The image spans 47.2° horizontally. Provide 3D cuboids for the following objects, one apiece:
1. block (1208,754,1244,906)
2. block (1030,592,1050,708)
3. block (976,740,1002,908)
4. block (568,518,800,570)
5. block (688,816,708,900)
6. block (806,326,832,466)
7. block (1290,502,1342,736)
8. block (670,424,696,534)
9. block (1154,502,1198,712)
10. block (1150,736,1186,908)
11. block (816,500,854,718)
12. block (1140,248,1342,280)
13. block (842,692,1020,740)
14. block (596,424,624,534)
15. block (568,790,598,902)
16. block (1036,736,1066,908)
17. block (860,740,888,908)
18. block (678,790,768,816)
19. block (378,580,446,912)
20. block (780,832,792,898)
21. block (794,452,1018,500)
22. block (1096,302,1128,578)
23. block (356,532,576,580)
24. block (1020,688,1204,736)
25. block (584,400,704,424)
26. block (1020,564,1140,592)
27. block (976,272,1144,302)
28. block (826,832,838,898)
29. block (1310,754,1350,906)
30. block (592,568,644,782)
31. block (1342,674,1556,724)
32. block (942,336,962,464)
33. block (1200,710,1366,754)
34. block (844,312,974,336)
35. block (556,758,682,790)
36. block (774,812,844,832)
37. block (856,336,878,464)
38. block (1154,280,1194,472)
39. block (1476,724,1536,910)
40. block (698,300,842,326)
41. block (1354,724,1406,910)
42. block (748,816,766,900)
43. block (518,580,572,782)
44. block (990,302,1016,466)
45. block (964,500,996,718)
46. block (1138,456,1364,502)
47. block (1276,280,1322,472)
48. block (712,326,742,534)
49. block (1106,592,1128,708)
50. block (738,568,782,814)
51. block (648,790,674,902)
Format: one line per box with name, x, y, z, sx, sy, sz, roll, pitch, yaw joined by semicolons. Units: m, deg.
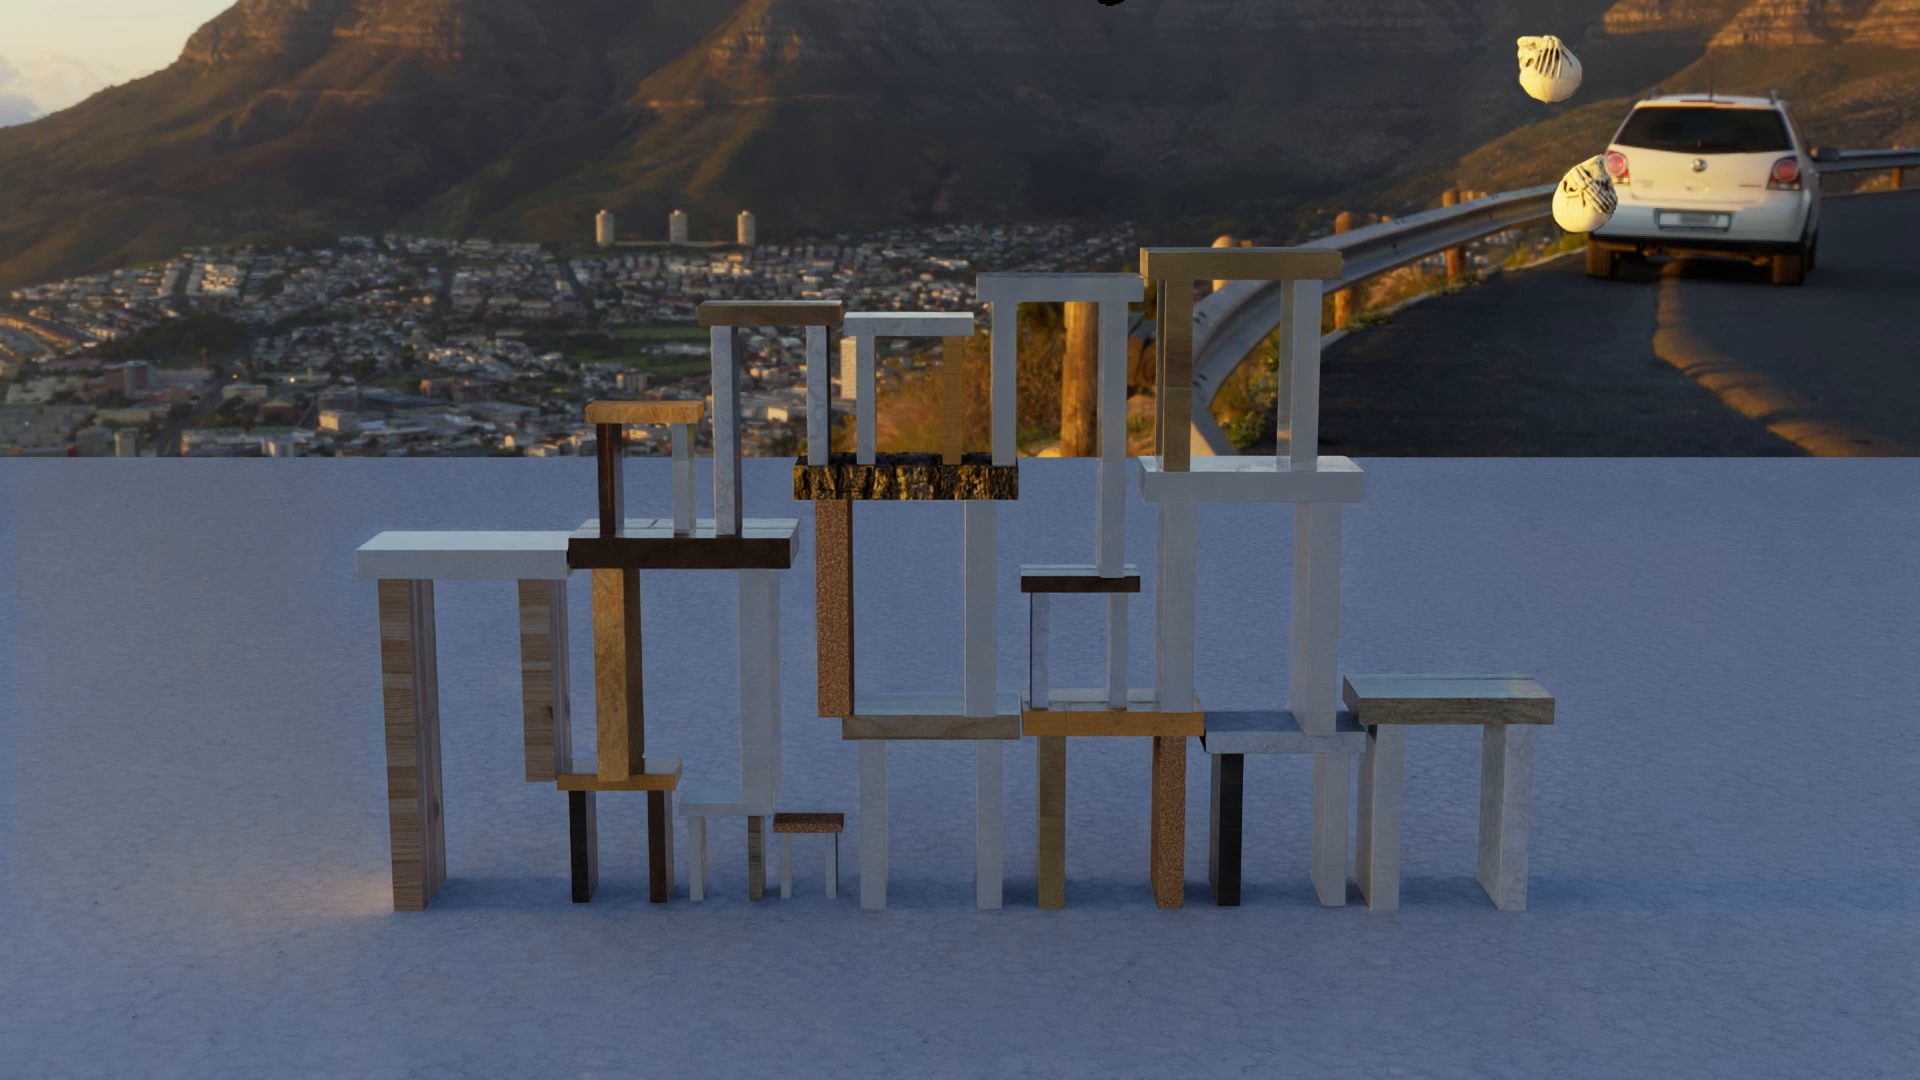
block;0.441;0.462;3.650;0.037;0.259;0.130;0;11;0
block;0.129;0.169;3.588;0.027;0.191;0.095;0;11;0
block;0.049;0.449;3.643;0.041;0.286;0.143;0;10;0
block;-0.442;0.005;3.561;0.350;0.050;0.175;0;11;1
block;-0.435;0.518;3.657;0.021;0.147;0.073;0;11;0
block;-0.225;-0.236;3.514;0.031;0.221;0.110;0;10;0
block;0.579;0.111;3.585;0.049;0.380;0.171;0;11;0
block;-0.444;-0.106;3.536;0.025;0.177;0.089;0;11;0
block;0.350;0.093;3.582;0.049;0.343;0.171;0;11;0
block;0.345;0.446;3.644;0.041;0.292;0.146;0;10;0
block;-0.203;0.094;3.580;0.050;0.354;0.177;0;10;0
block;0.441;-0.438;3.477;0.300;0.042;0.150;0;11;0
block;-0.047;0.289;3.613;0.286;0.041;0.143;0;10;0
block;-0.562;-0.106;3.538;0.025;0.177;0.089;0;11;0
block;-0.625;0.495;3.654;0.027;0.193;0.096;0;11;0
block;0.150;0.446;3.643;0.041;0.292;0.146;0;11;0
block;-0.142;0.449;3.643;0.041;0.286;0.143;0;10;0
block;-0.387;0.435;3.641;0.147;0.021;0.073;0;11;1
block;-0.899;0.319;3.616;0.047;0.553;0.167;0;11;0
block;-0.289;0.533;3.664;0.016;0.113;0.057;0;11;0
block;-0.085;-0.104;3.542;0.354;0.050;0.177;0;10;0
block;0.243;-0.167;3.527;0.037;0.439;0.130;0;11;-1
block;-0.788;0.024;3.561;0.333;0.047;0.166;0;11;0
block;0.247;0.283;3.613;0.292;0.041;0.146;0;11;0
block;-0.504;-0.205;3.520;0.177;0.025;0.089;0;11;1
block;0.193;0.062;3.568;0.191;0.027;0.095;0;11;0
block;0.156;-0.401;3.483;0.259;0.037;0.130;0;11;-1
block;-0.214;0.533;3.664;0.016;0.113;0.057;0;11;0
block;0.614;0.462;3.650;0.037;0.259;0.130;0;11;0
block;-0.558;0.201;3.599;0.050;0.350;0.175;0;11;0
block;0.798;0.260;3.607;0.313;0.044;0.157;0;11;0
block;-0.013;-0.229;3.517;0.029;0.204;0.102;0;10;0
block;0.528;0.316;3.623;0.259;0.037;0.130;0;11;0
block;-0.081;-0.343;3.495;0.204;0.029;0.102;0;10;-1
block;-0.561;0.387;3.634;0.193;0.027;0.096;0;11;0
block;-0.251;0.470;3.652;0.113;0.016;0.057;0;11;0
block;-0.149;-0.229;3.516;0.029;0.204;0.102;0;10;0
block;0.341;-0.269;3.508;0.042;0.300;0.150;0;11;0
block;0.902;0.436;3.640;0.044;0.313;0.157;0;11;0
block;-0.300;-0.360;3.489;0.221;0.031;0.110;0;11;-1
block;0.693;0.436;3.640;0.044;0.313;0.157;0;11;0
block;-0.338;0.518;3.657;0.021;0.147;0.073;0;11;0
block;-0.677;0.211;3.595;0.047;0.333;0.167;0;11;-1
block;0.069;-0.255;3.510;0.037;0.259;0.130;0;10;-1
block;0.033;0.094;3.579;0.050;0.354;0.177;0;10;0
block;0.465;-0.099;3.546;0.343;0.049;0.171;0;11;0
block;0.541;-0.269;3.508;0.042;0.300;0.150;0;11;0
block;-0.373;-0.181;3.522;0.031;0.331;0.110;0;11;0
block;0.256;0.169;3.588;0.027;0.191;0.095;0;11;0
block;-0.326;0.227;3.601;0.050;0.403;0.175;0;11;0
block;-0.497;0.495;3.654;0.027;0.193;0.096;0;11;0
